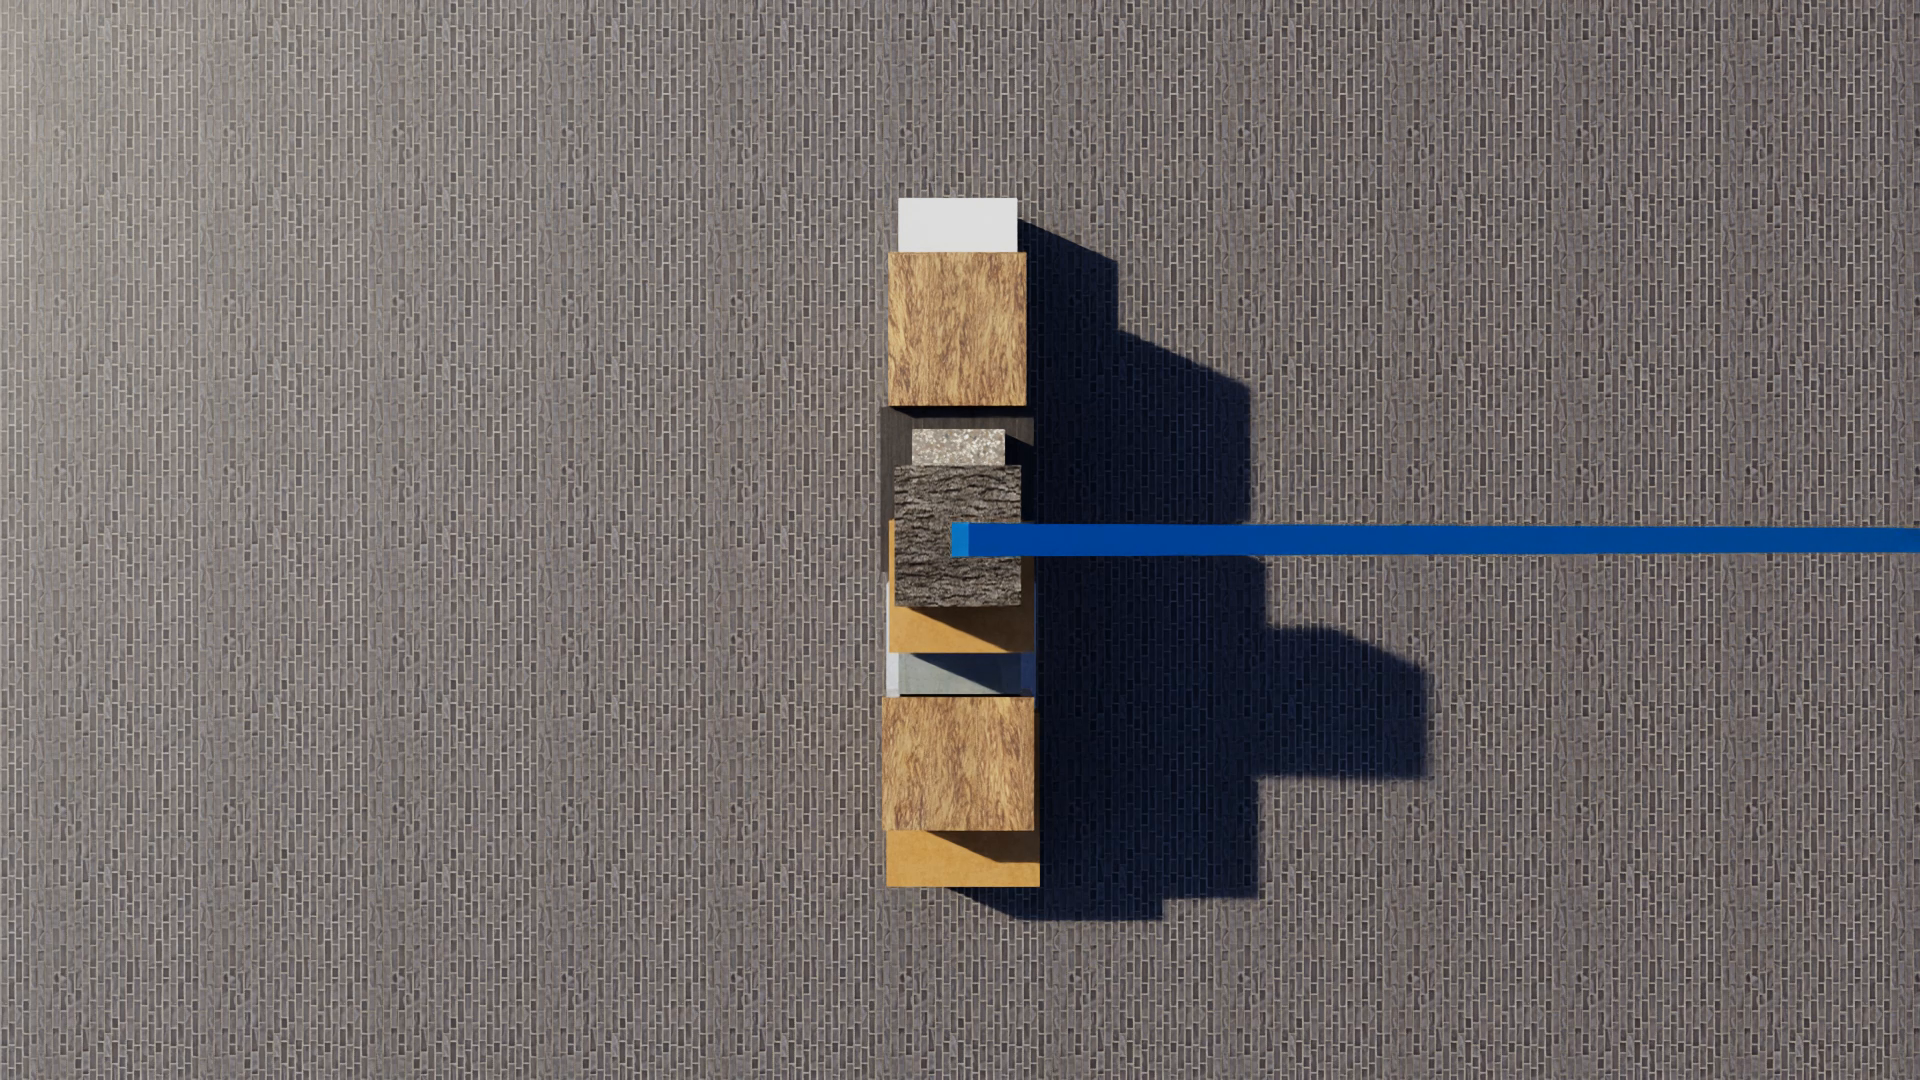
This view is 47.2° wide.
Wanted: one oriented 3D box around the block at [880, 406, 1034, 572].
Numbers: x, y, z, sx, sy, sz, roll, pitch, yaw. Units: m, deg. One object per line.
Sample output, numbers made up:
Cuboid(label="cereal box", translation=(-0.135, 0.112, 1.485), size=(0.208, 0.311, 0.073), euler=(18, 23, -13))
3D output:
Cuboid(label="block", translation=(-0.015, -0.268, 11.980), size=(0.811, 0.725, 0.872), euler=(0, 90, 0))

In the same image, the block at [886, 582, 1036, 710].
Cuboid(label="block", translation=(0.008, 0.594, 12.634), size=(0.834, 0.732, 0.699), euler=(0, 90, 0))

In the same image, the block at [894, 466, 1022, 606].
Cuboid(label="block", translation=(-0.010, -0.015, 10.545), size=(0.589, 0.645, 0.655), euler=(0, 89, 0))

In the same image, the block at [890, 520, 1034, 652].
Cuboid(label="block", translation=(0.009, 0.234, 11.216), size=(0.717, 0.703, 0.654), euler=(0, 89, 0))

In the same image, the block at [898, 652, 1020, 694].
Cuboid(label="block", translation=(-0.001, 0.494, 11.918), size=(0.644, 0.700, 0.632), euler=(0, 90, 0))

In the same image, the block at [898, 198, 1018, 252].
Cuboid(label="block", translation=(-0.012, -1.555, 12.656), size=(0.664, 0.688, 0.719), euler=(0, 90, 0))

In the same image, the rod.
Cuboid(label="rod", translation=(2.212, 0.000, 6.698), size=(5.200, 0.080, 0.080), euler=(0, 90, -32))

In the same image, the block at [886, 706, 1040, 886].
Cuboid(label="block", translation=(0.018, 1.434, 12.572), size=(0.844, 0.856, 0.961), euler=(0, 90, 0))

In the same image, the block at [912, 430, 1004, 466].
Cuboid(label="block", translation=(-0.007, -0.332, 11.422), size=(0.473, 0.389, 0.468), euler=(0, 90, 0))

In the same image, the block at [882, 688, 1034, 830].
Cuboid(label="block", translation=(-0.010, 1.167, 11.801), size=(0.793, 0.686, 0.693), euler=(0, 90, 0))

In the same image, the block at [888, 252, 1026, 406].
Cuboid(label="block", translation=(-0.014, -1.107, 11.888), size=(0.720, 0.850, 0.800), euler=(0, 91, 0))
